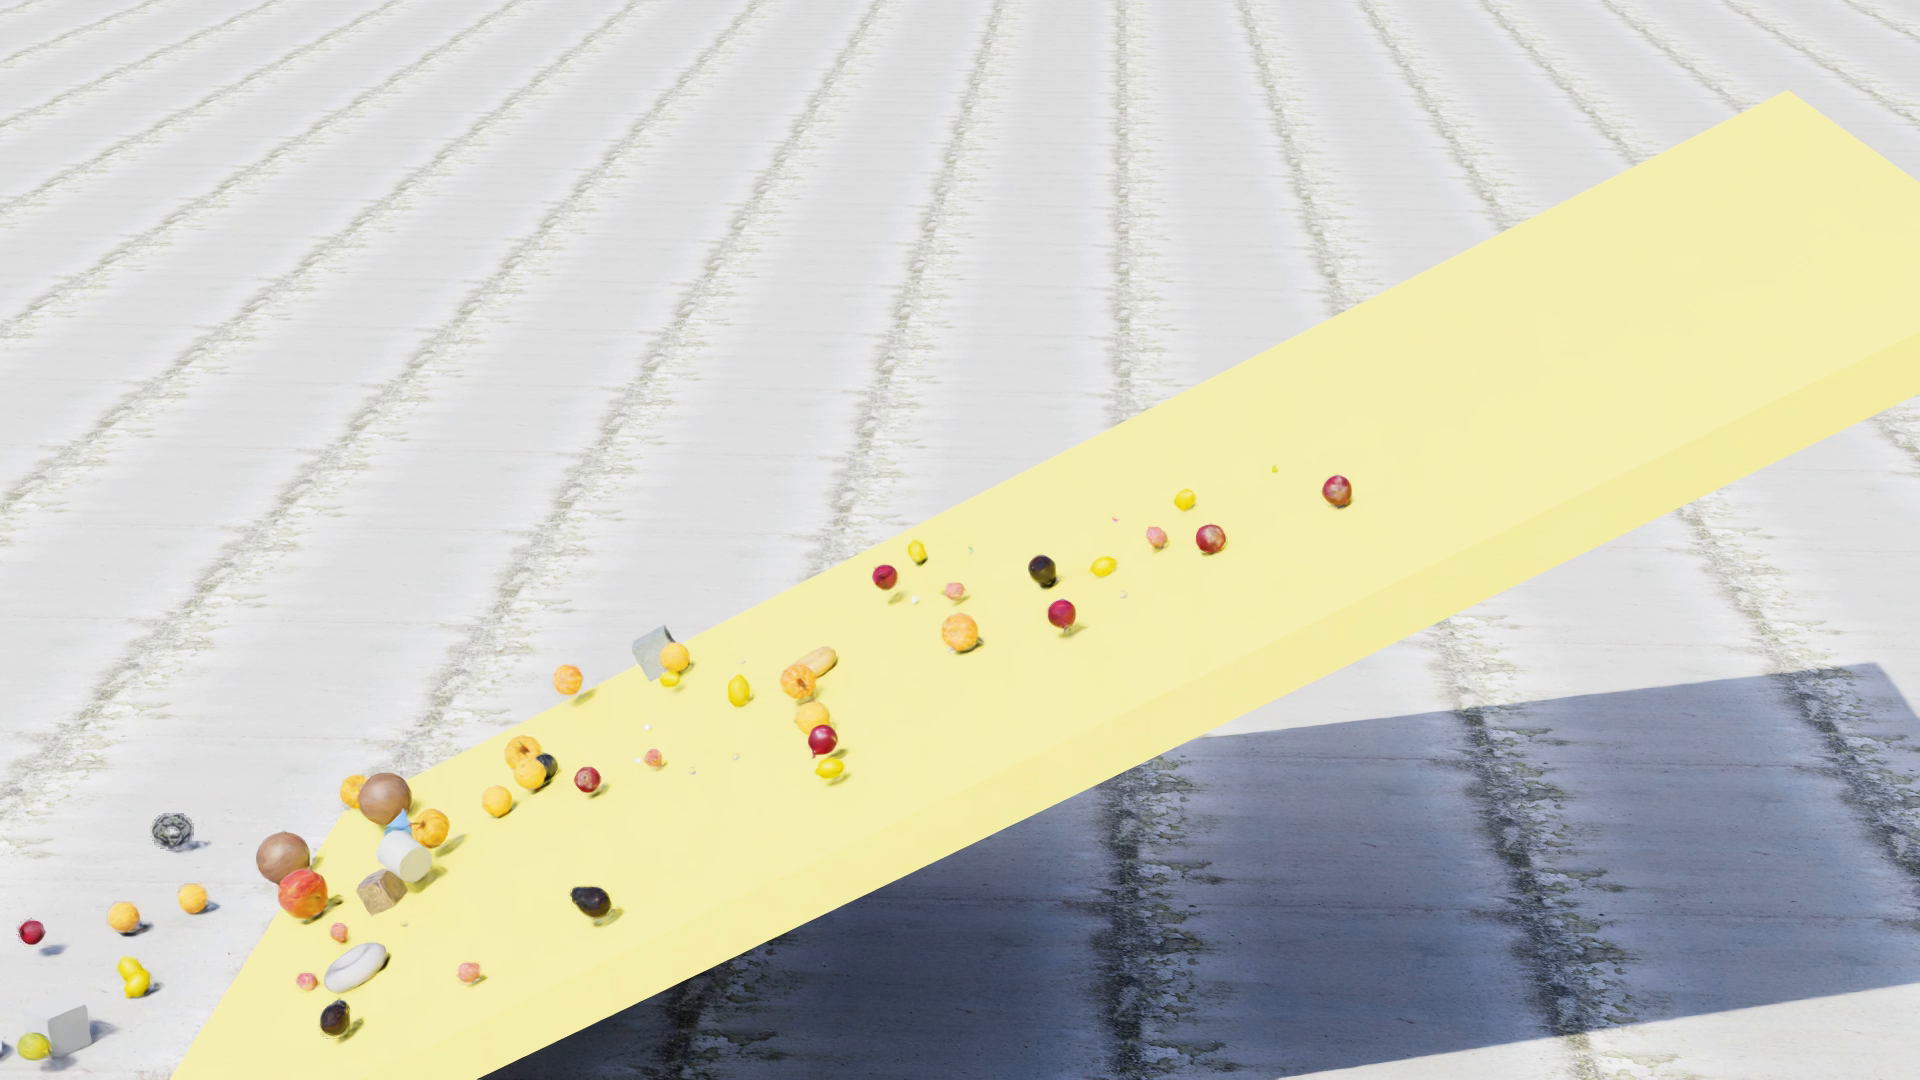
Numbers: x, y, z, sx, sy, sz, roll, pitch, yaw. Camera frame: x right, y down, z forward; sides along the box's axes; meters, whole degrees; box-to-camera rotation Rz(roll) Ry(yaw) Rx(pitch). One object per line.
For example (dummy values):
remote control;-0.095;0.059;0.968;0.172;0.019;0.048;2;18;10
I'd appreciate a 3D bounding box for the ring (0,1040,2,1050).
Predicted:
ring;-2.167;1.122;6.464;0.123;0.041;0.123;-7;19;3

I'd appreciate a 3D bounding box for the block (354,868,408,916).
block;-1.291;0.783;6.567;0.071;0.071;0.071;-23;15;23

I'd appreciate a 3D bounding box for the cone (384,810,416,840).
cone;-1.321;0.667;6.961;0.077;0.077;0.077;0;49;0

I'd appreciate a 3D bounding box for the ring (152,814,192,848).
ring;-2.019;0.746;7.537;0.098;0.098;0.033;-4;31;-12

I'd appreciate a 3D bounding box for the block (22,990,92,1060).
block;-2.002;1.076;6.519;0.100;0.100;0.100;14;24;39

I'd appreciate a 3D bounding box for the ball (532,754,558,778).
ball;-0.967;0.527;6.856;0.060;0.060;0.060;0;17;0

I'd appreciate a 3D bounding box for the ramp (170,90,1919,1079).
ramp;0.141;0.167;6.281;4.000;0.100;2.000;-26;14;11

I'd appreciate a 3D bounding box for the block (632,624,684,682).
block;-0.744;0.279;7.229;0.091;0.091;0.091;-29;14;2

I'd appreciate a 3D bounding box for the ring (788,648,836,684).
ring;-0.327;0.278;6.521;0.117;0.039;0.117;-29;14;8

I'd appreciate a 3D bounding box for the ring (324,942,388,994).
ring;-1.268;0.897;6.168;0.146;0.049;0.146;-28;15;8

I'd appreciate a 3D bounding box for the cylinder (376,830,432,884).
cylinder;-1.231;0.701;6.516;0.087;0.087;0.087;-16;33;-42
